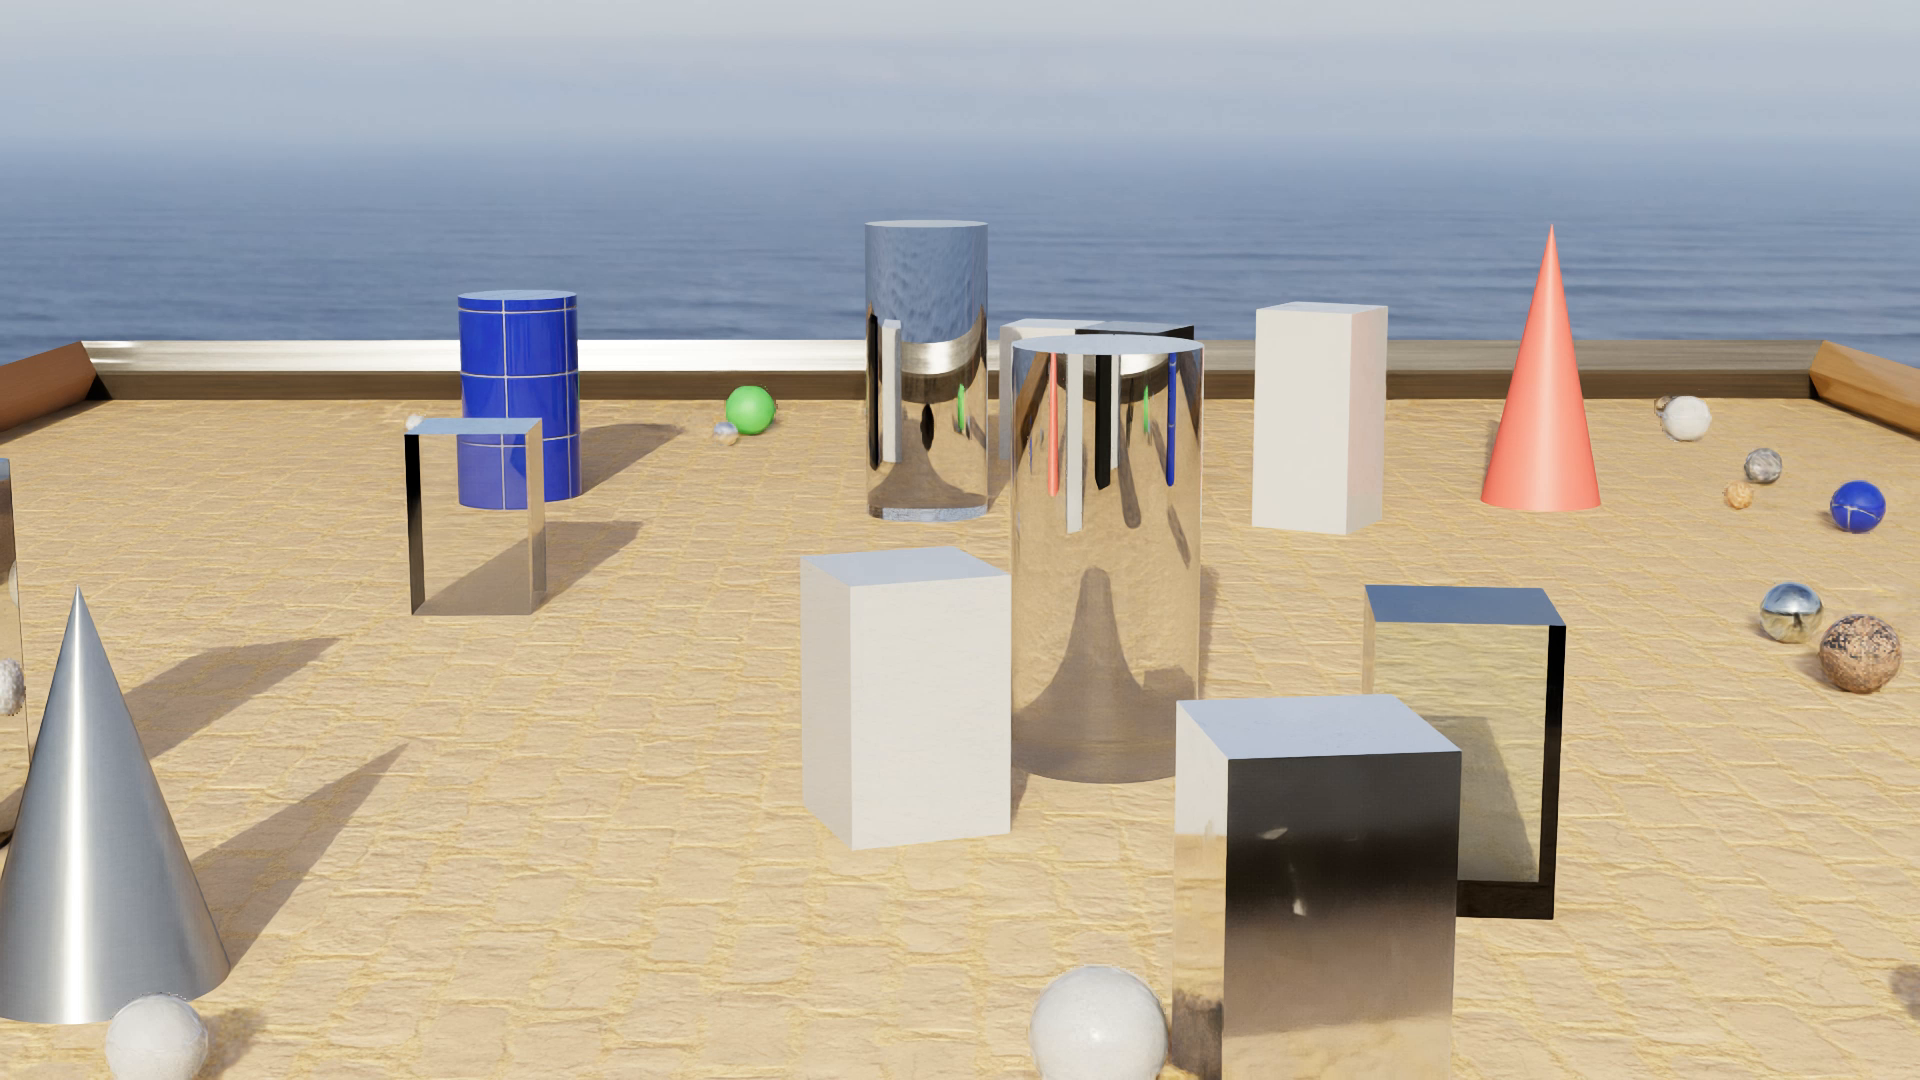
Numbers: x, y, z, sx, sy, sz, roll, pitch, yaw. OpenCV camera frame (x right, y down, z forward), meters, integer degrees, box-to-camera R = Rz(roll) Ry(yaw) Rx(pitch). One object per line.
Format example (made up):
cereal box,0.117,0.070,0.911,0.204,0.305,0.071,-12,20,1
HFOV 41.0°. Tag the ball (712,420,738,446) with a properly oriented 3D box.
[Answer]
ball,-0.455,-0.206,4.974,0.049,0.049,0.049,0,10,0

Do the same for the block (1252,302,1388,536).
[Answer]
block,0.576,-0.198,4.108,0.160,0.348,0.160,6,12,29

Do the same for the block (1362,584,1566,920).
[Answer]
block,0.441,0.185,2.278,0.160,0.260,0.160,1,11,5

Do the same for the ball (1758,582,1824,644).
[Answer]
ball,1.061,0.092,3.275,0.079,0.079,0.079,0,10,0

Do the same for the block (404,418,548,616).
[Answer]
block,-0.658,-0.034,3.499,0.160,0.246,0.160,0,10,-1

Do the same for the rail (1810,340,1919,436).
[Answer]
rail,1.897,0.031,3.459,0.045,0.130,4.500,0,10,0

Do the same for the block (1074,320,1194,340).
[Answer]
block,0.312,-0.249,4.601,0.160,0.268,0.160,6,12,29

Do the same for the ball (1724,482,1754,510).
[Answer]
ball,1.296,-0.074,4.265,0.046,0.046,0.046,0,10,0

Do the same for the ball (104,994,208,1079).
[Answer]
ball,-0.576,0.362,1.839,0.071,0.071,0.071,0,10,0

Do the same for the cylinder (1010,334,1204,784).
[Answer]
cylinder,0.153,0.015,2.694,0.199,0.442,0.199,0,10,0

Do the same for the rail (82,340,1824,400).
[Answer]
rail,-0.013,-0.371,5.638,3.842,0.130,0.045,0,10,0

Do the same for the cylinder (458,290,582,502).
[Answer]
cylinder,-0.750,-0.247,4.382,0.199,0.343,0.199,0,10,0

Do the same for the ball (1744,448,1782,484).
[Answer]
ball,1.414,-0.130,4.514,0.065,0.065,0.065,0,10,0

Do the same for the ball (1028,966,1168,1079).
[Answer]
ball,0.098,0.352,1.816,0.100,0.100,0.100,0,10,0

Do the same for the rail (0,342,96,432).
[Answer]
rail,-1.897,0.035,3.438,0.045,0.130,4.500,0,10,0

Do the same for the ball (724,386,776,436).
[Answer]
ball,-0.419,-0.259,5.116,0.100,0.100,0.100,0,10,0

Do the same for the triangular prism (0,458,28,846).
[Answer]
triangular prism,-0.944,0.111,2.403,0.173,0.360,0.150,7,12,32

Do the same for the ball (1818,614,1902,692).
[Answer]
ball,1.059,0.133,3.016,0.093,0.093,0.093,0,10,0

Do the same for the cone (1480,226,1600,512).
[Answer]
cone,0.983,-0.297,4.304,0.199,0.470,0.199,0,10,0

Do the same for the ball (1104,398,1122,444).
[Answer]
ball,0.265,-0.230,4.950,0.093,0.093,0.093,0,10,0

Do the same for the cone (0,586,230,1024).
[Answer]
cone,-0.693,0.194,2.044,0.199,0.326,0.199,0,10,0

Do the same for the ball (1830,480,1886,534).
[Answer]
ball,1.416,-0.053,4.045,0.084,0.084,0.084,0,10,0

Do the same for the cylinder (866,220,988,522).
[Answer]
cylinder,-0.054,-0.279,4.198,0.199,0.474,0.199,0,10,0

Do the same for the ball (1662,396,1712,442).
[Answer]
ball,1.422,-0.237,5.021,0.092,0.092,0.092,0,10,0

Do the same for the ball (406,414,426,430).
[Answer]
ball,-1.083,-0.229,5.115,0.042,0.042,0.042,0,10,0

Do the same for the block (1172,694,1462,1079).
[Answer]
block,0.245,0.264,1.804,0.160,0.276,0.160,-1,11,-7

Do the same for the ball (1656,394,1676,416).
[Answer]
ball,1.478,-0.278,5.354,0.050,0.050,0.050,0,10,0

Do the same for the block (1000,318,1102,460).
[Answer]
block,0.174,-0.283,4.836,0.160,0.249,0.160,4,11,19

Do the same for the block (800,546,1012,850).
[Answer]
block,-0.054,0.149,2.490,0.160,0.253,0.160,-4,11,-20

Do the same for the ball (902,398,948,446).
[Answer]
ball,-0.067,-0.229,4.980,0.090,0.090,0.090,0,10,0
